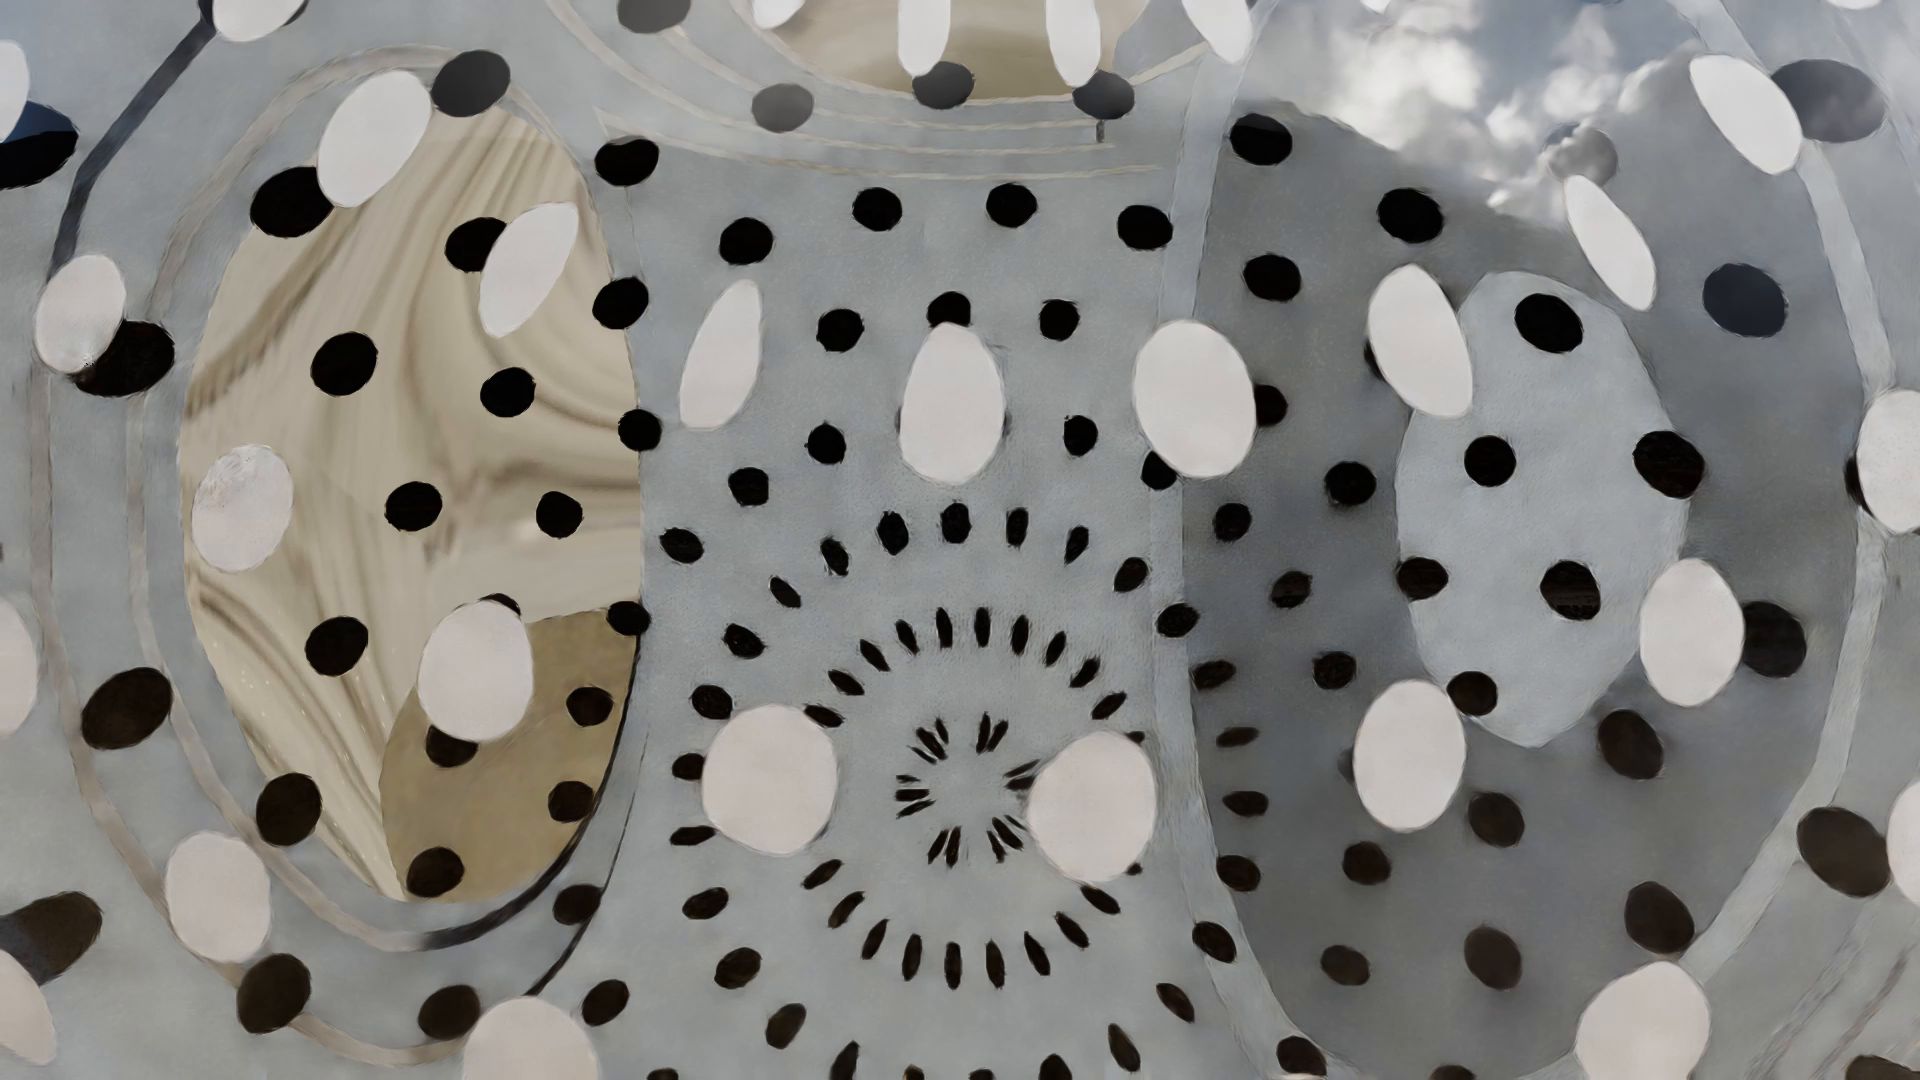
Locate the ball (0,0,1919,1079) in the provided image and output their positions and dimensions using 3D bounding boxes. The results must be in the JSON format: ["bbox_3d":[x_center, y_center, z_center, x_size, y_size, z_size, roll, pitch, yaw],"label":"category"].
[{"bbox_3d":[0.001,-0.002,0.055,0.080,0.080,0.080,0,4,0],"label":"ball"}]

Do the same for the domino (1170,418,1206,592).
[{"bbox_3d":[0.068,-0.011,0.379,0.009,0.050,0.025,1,4,11],"label":"domino"}]

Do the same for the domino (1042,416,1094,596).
[{"bbox_3d":[0.026,-0.010,0.370,0.009,0.050,0.025,-4,6,-40],"label":"domino"}]

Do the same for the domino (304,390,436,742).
[{"bbox_3d":[-0.089,0.003,0.195,0.009,0.050,0.025,-1,4,-7],"label":"domino"}]

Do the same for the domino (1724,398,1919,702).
[{"bbox_3d":[0.149,0.001,0.223,0.010,0.050,0.025,-2,5,-30],"label":"domino"}]

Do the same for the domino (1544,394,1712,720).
[{"bbox_3d":[0.108,0.002,0.209,0.009,0.050,0.025,-1,4,-10],"label":"domino"}]

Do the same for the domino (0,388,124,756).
[{"bbox_3d":[-0.132,0.004,0.186,0.009,0.050,0.025,-1,5,-19],"label":"domino"}]

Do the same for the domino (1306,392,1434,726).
[{"bbox_3d":[0.065,0.002,0.204,0.009,0.050,0.025,0,4,-5],"label":"domino"}]

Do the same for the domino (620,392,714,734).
[{"bbox_3d":[-0.045,0.003,0.199,0.009,0.050,0.025,0,4,-4],"label":"domino"}]

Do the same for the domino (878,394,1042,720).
[{"bbox_3d":[0.000,0.002,0.201,0.025,0.050,0.009,0,4,0],"label":"domino"}]

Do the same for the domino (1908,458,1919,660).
[{"bbox_3d":[0.176,-0.002,0.256,0.025,0.050,0.009,1,4,8],"label":"domino"}]

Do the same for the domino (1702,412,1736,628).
[{"bbox_3d":[0.167,-0.005,0.299,0.025,0.050,0.009,-2,5,-26],"label":"domino"}]

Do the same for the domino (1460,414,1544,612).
[{"bbox_3d":[0.141,-0.007,0.334,0.025,0.050,0.010,-4,6,-43],"label":"domino"}]
